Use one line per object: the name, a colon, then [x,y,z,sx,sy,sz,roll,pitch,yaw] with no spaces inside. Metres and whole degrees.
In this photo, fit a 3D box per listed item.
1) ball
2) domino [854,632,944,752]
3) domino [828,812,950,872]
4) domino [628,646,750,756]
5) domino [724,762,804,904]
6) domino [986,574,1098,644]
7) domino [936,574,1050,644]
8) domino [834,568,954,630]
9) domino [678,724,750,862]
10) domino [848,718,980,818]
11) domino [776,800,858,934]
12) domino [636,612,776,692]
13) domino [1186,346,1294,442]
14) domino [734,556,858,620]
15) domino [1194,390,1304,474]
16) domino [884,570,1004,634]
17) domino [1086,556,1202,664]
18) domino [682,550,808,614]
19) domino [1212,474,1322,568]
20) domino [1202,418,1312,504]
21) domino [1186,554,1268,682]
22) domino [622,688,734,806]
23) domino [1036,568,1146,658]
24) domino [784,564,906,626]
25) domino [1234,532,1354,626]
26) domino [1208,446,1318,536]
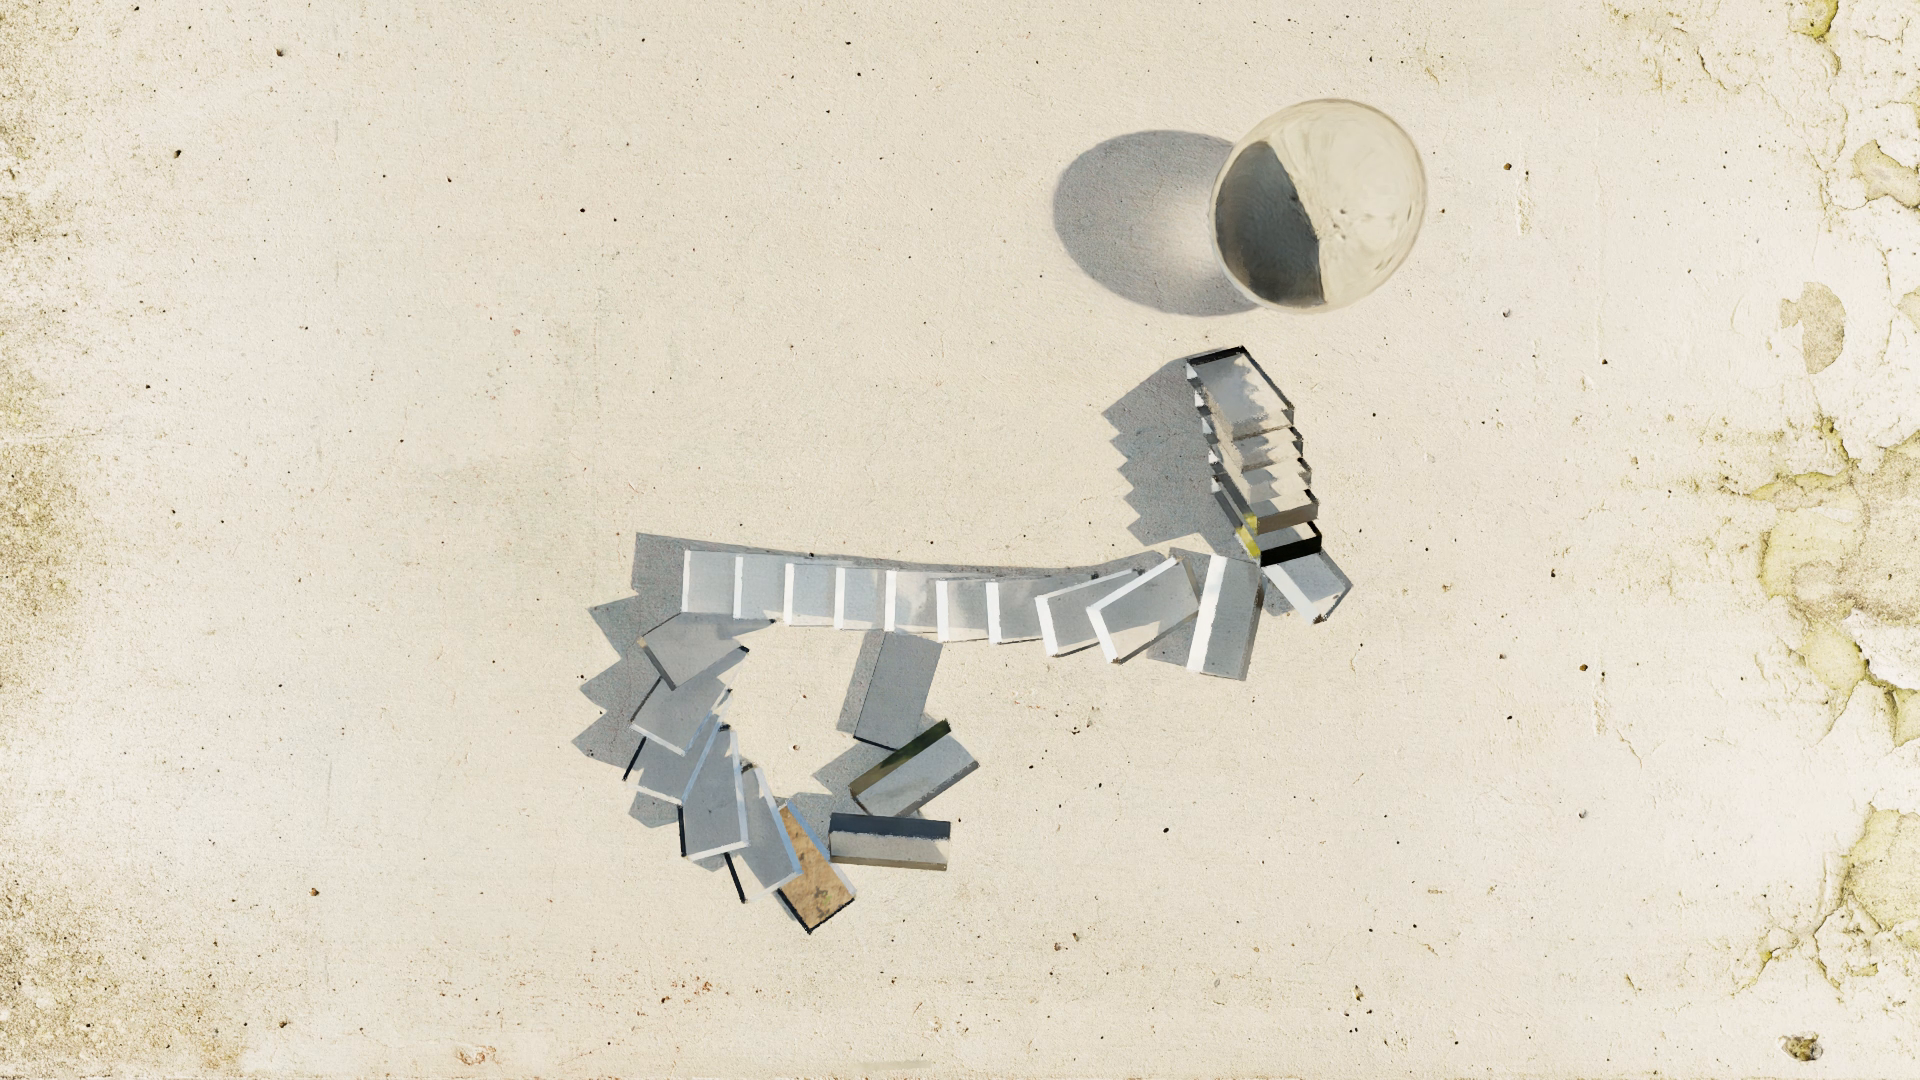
ball: [0.139,-0.129,0.360,0.080,0.080,0.080,0,90,0]
domino: [-0.026,0.065,0.395,0.025,0.010,0.050,17,90,0]
domino: [-0.030,0.128,0.388,0.050,0.010,0.025,4,133,0]
domino: [-0.112,0.062,0.383,0.025,0.009,0.050,28,58,1]
domino: [-0.088,0.123,0.385,0.025,0.009,0.050,-30,64,0]
domino: [0.036,0.028,0.384,0.050,0.010,0.025,-4,90,-28]
domino: [0.015,0.028,0.384,0.050,0.009,0.025,-2,90,-28]
domino: [-0.027,0.025,0.384,0.050,0.009,0.025,2,90,-29]
domino: [-0.105,0.105,0.384,0.025,0.010,0.050,-15,60,0]
domino: [-0.019,0.100,0.390,0.050,0.009,0.025,-34,120,0]
domino: [-0.069,0.141,0.395,0.025,0.009,0.050,-36,90,0]
domino: [-0.105,0.038,0.382,0.050,0.010,0.025,-35,90,-34]
domino: [0.115,-0.061,0.378,0.025,0.050,0.009,-15,131,0]
domino: [-0.068,0.020,0.383,0.050,0.010,0.025,3,88,-30]
domino: [0.118,-0.049,0.378,0.025,0.050,0.010,-15,131,0]
domino: [-0.006,0.026,0.384,0.050,0.010,0.025,3,90,-28]
domino: [0.079,0.029,0.384,0.050,0.010,0.025,-28,101,-23]
domino: [-0.089,0.018,0.383,0.050,0.010,0.025,4,85,-30]
domino: [0.126,-0.011,0.378,0.025,0.050,0.010,-15,132,0]
domino: [0.122,-0.037,0.378,0.025,0.050,0.009,-15,131,0]
domino: [0.115,0.033,0.390,0.025,0.009,0.050,12,90,-26]
domino: [-0.117,0.082,0.382,0.025,0.010,0.050,18,58,2]
domino: [0.057,0.030,0.384,0.050,0.010,0.025,-15,95,-26]
domino: [-0.048,0.023,0.384,0.050,0.010,0.025,3,90,-30]
domino: [0.142,0.009,0.390,0.025,0.009,0.050,-40,90,-29]
domino: [0.124,-0.024,0.378,0.025,0.050,0.010,-15,131,0]
